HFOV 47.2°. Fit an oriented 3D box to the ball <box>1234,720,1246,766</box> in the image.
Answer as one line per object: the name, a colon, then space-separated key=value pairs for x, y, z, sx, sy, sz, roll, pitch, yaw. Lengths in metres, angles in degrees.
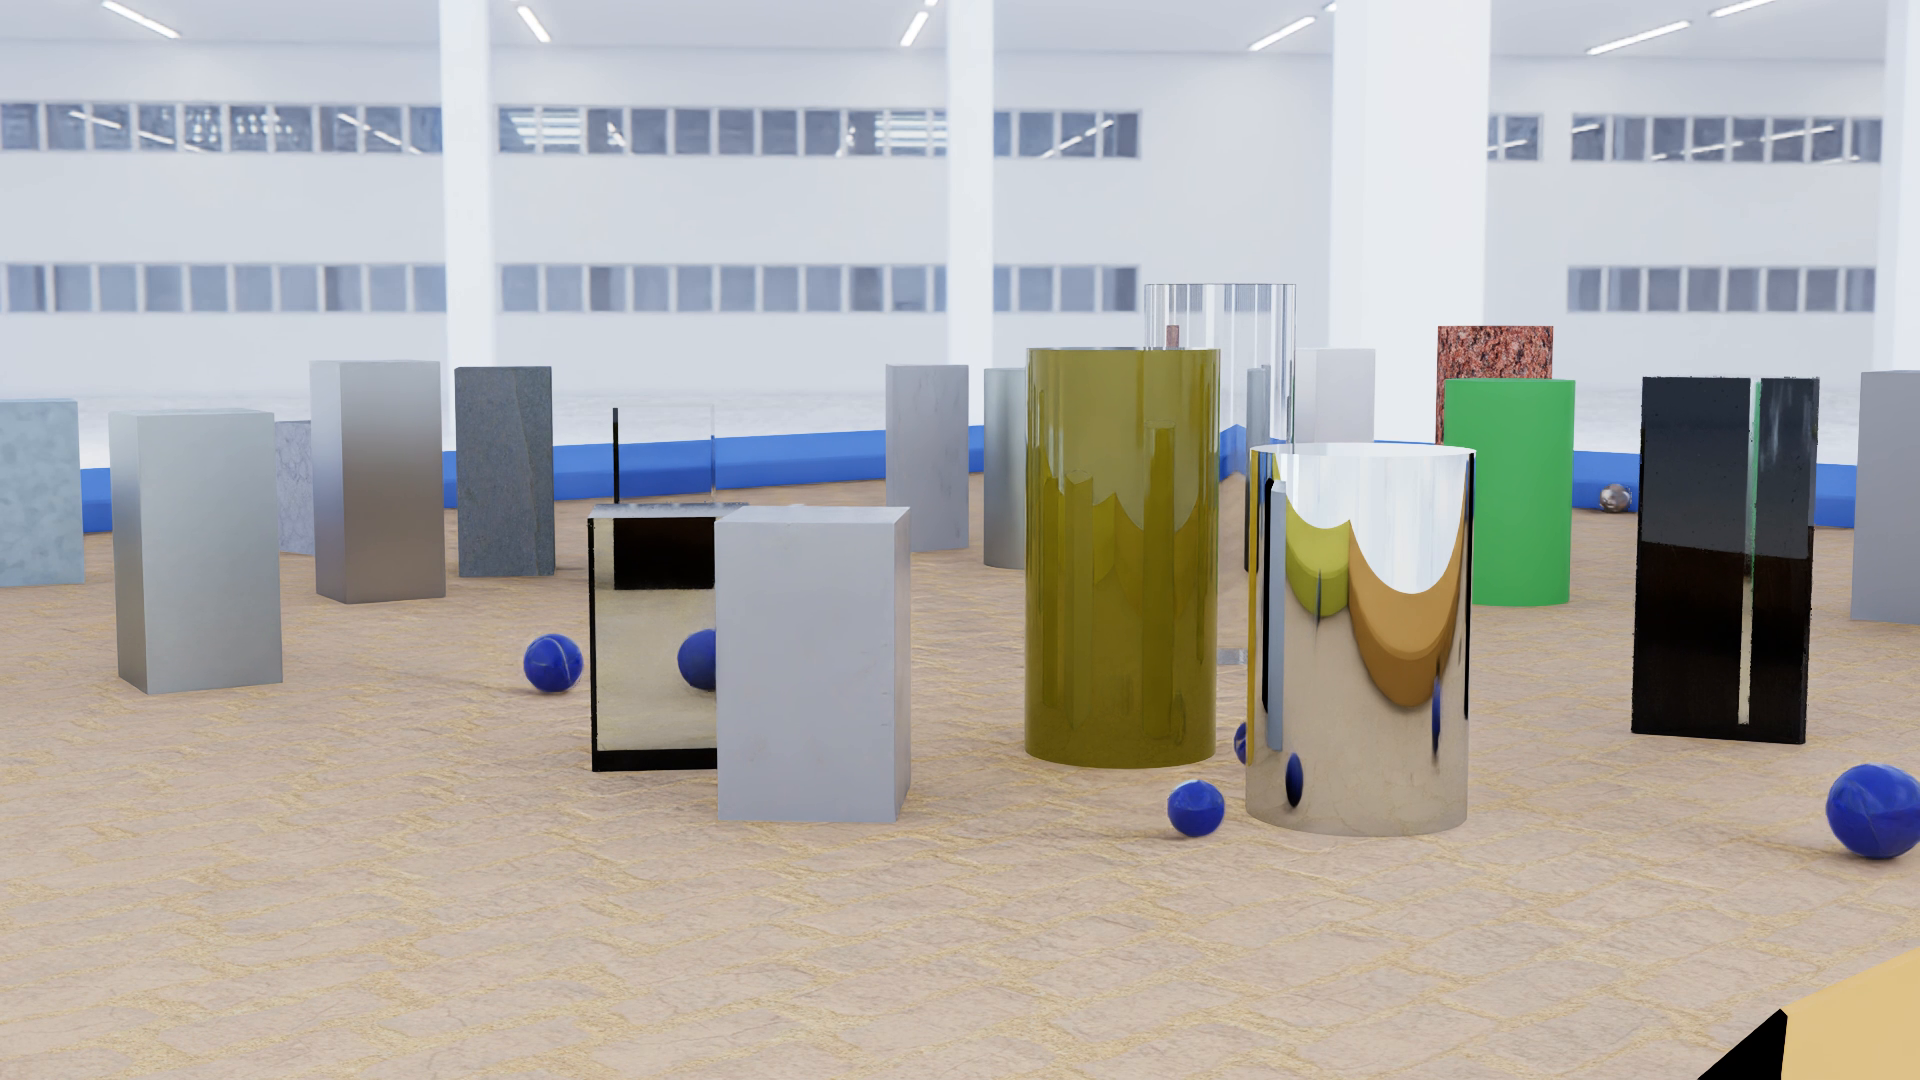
ball: x=0.292 y=0.197 z=2.121 sx=0.055 sy=0.055 sz=0.055 roll=0 pitch=6 yaw=0

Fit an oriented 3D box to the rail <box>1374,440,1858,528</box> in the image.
rail: x=1.551 y=-0.116 z=4.756 sx=0.045 sy=0.126 sz=3.948 roll=-5 pitch=8 yaw=-42

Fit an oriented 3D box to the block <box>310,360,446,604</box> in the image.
block: x=-0.905 y=-0.095 z=3.416 sx=0.156 sy=0.365 sz=0.156 roll=-4 pitch=7 yaw=-33

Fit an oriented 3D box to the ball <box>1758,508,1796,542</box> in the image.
ball: x=1.568 y=-0.029 z=4.221 sx=0.066 sy=0.066 sz=0.066 roll=0 pitch=6 yaw=0

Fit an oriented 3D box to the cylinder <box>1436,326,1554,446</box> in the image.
cylinder: x=0.924 y=-0.163 z=3.817 sx=0.194 sy=0.416 sz=0.194 roll=0 pitch=6 yaw=0

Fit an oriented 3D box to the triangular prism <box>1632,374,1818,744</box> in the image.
triangular prism: x=0.814 y=0.013 z=2.337 sx=0.168 sy=0.375 sz=0.146 roll=2 pitch=6 yaw=21

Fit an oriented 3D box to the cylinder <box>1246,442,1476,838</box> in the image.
cylinder: x=0.352 y=0.081 z=1.940 sx=0.194 sy=0.323 sz=0.194 roll=0 pitch=6 yaw=0

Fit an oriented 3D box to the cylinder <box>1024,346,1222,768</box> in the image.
cylinder: x=0.162 y=0.011 z=2.214 sx=0.194 sy=0.406 sz=0.194 roll=0 pitch=6 yaw=0

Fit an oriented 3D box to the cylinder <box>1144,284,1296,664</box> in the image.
cylinder: x=0.333 y=-0.090 z=2.836 sx=0.194 sy=0.476 sz=0.194 roll=0 pitch=6 yaw=0

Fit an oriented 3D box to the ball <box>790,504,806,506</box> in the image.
ball: x=-0.292 y=-0.016 z=3.951 sx=0.097 sy=0.097 sz=0.097 roll=0 pitch=6 yaw=0

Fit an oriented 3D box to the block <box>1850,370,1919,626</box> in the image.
block: x=1.396 y=-0.064 z=3.163 sx=0.156 sy=0.355 sz=0.156 roll=5 pitch=8 yaw=41

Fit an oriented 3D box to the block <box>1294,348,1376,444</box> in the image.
block: x=0.699 y=-0.190 z=4.307 sx=0.156 sy=0.369 sz=0.156 roll=-4 pitch=7 yaw=-34

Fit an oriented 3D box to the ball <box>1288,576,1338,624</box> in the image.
ball: x=0.498 y=0.084 z=3.104 sx=0.069 sy=0.069 sz=0.069 roll=0 pitch=6 yaw=0

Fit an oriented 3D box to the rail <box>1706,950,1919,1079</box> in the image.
rail: x=1.323 y=0.182 z=1.907 sx=4.269 sy=0.126 sz=0.045 roll=-5 pitch=8 yaw=-42

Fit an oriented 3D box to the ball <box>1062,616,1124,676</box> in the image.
ball: x=0.162 y=0.129 z=2.682 sx=0.073 sy=0.073 sz=0.073 roll=0 pitch=6 yaw=0

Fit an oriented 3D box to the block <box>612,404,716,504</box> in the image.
block: x=-0.484 y=-0.077 z=3.616 sx=0.156 sy=0.288 sz=0.156 roll=0 pitch=6 yaw=-4

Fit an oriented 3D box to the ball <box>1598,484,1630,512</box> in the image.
ball: x=1.435 y=-0.091 z=4.824 sx=0.064 sy=0.064 sz=0.064 roll=0 pitch=6 yaw=0

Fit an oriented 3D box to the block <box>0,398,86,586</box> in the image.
block: x=-1.533 y=-0.081 z=3.615 sx=0.156 sy=0.296 sz=0.156 roll=-3 pitch=7 yaw=-25

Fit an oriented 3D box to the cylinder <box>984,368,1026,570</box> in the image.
cylinder: x=0.139 y=-0.128 z=3.847 sx=0.194 sy=0.342 sz=0.194 roll=0 pitch=6 yaw=0

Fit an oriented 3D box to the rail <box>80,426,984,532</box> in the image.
rail: x=-1.323 y=-0.117 z=4.757 sx=4.269 sy=0.126 sz=0.045 roll=-5 pitch=8 yaw=-42

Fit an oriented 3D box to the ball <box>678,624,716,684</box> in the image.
ball: x=-0.300 y=0.136 z=2.624 sx=0.071 sy=0.071 sz=0.071 roll=0 pitch=6 yaw=0

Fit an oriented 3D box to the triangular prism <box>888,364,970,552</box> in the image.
triangular prism: x=-0.094 y=-0.157 z=4.118 sx=0.168 sy=0.343 sz=0.146 roll=-4 pitch=7 yaw=-37

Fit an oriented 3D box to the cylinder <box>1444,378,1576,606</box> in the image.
cylinder: x=0.842 y=-0.078 z=3.385 sx=0.194 sy=0.337 sz=0.194 roll=0 pitch=6 yaw=0

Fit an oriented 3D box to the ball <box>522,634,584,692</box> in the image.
ball: x=-0.474 y=0.143 z=2.564 sx=0.069 sy=0.069 sz=0.069 roll=0 pitch=6 yaw=0

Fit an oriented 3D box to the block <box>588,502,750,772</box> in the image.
block: x=-0.287 y=0.093 z=2.196 sx=0.156 sy=0.246 sz=0.156 roll=-1 pitch=6 yaw=-6

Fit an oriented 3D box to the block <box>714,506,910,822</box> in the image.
block: x=-0.129 y=0.107 z=1.982 sx=0.156 sy=0.262 sz=0.156 roll=0 pitch=6 yaw=4

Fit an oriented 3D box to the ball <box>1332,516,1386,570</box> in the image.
ball: x=0.682 y=0.005 z=3.764 sx=0.093 sy=0.093 sz=0.093 roll=0 pitch=6 yaw=0

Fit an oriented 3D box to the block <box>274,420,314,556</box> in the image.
block: x=-1.163 y=-0.101 z=4.078 sx=0.156 sy=0.238 sz=0.156 roll=5 pitch=8 yaw=42

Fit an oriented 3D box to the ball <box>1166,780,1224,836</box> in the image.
ball: x=0.199 y=0.227 z=1.863 sx=0.049 sy=0.049 sz=0.049 roll=0 pitch=6 yaw=0

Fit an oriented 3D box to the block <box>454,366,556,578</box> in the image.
block: x=-0.771 y=-0.120 z=3.738 sx=0.156 sy=0.347 sz=0.156 roll=-1 pitch=6 yaw=-9

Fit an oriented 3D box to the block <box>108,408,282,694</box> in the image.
block: x=-0.917 y=0.008 z=2.637 sx=0.156 sy=0.323 sz=0.156 roll=-4 pitch=7 yaw=-32

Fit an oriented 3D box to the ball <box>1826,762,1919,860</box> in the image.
ball: x=0.746 y=0.220 z=1.788 sx=0.078 sy=0.078 sz=0.078 roll=0 pitch=6 yaw=0
